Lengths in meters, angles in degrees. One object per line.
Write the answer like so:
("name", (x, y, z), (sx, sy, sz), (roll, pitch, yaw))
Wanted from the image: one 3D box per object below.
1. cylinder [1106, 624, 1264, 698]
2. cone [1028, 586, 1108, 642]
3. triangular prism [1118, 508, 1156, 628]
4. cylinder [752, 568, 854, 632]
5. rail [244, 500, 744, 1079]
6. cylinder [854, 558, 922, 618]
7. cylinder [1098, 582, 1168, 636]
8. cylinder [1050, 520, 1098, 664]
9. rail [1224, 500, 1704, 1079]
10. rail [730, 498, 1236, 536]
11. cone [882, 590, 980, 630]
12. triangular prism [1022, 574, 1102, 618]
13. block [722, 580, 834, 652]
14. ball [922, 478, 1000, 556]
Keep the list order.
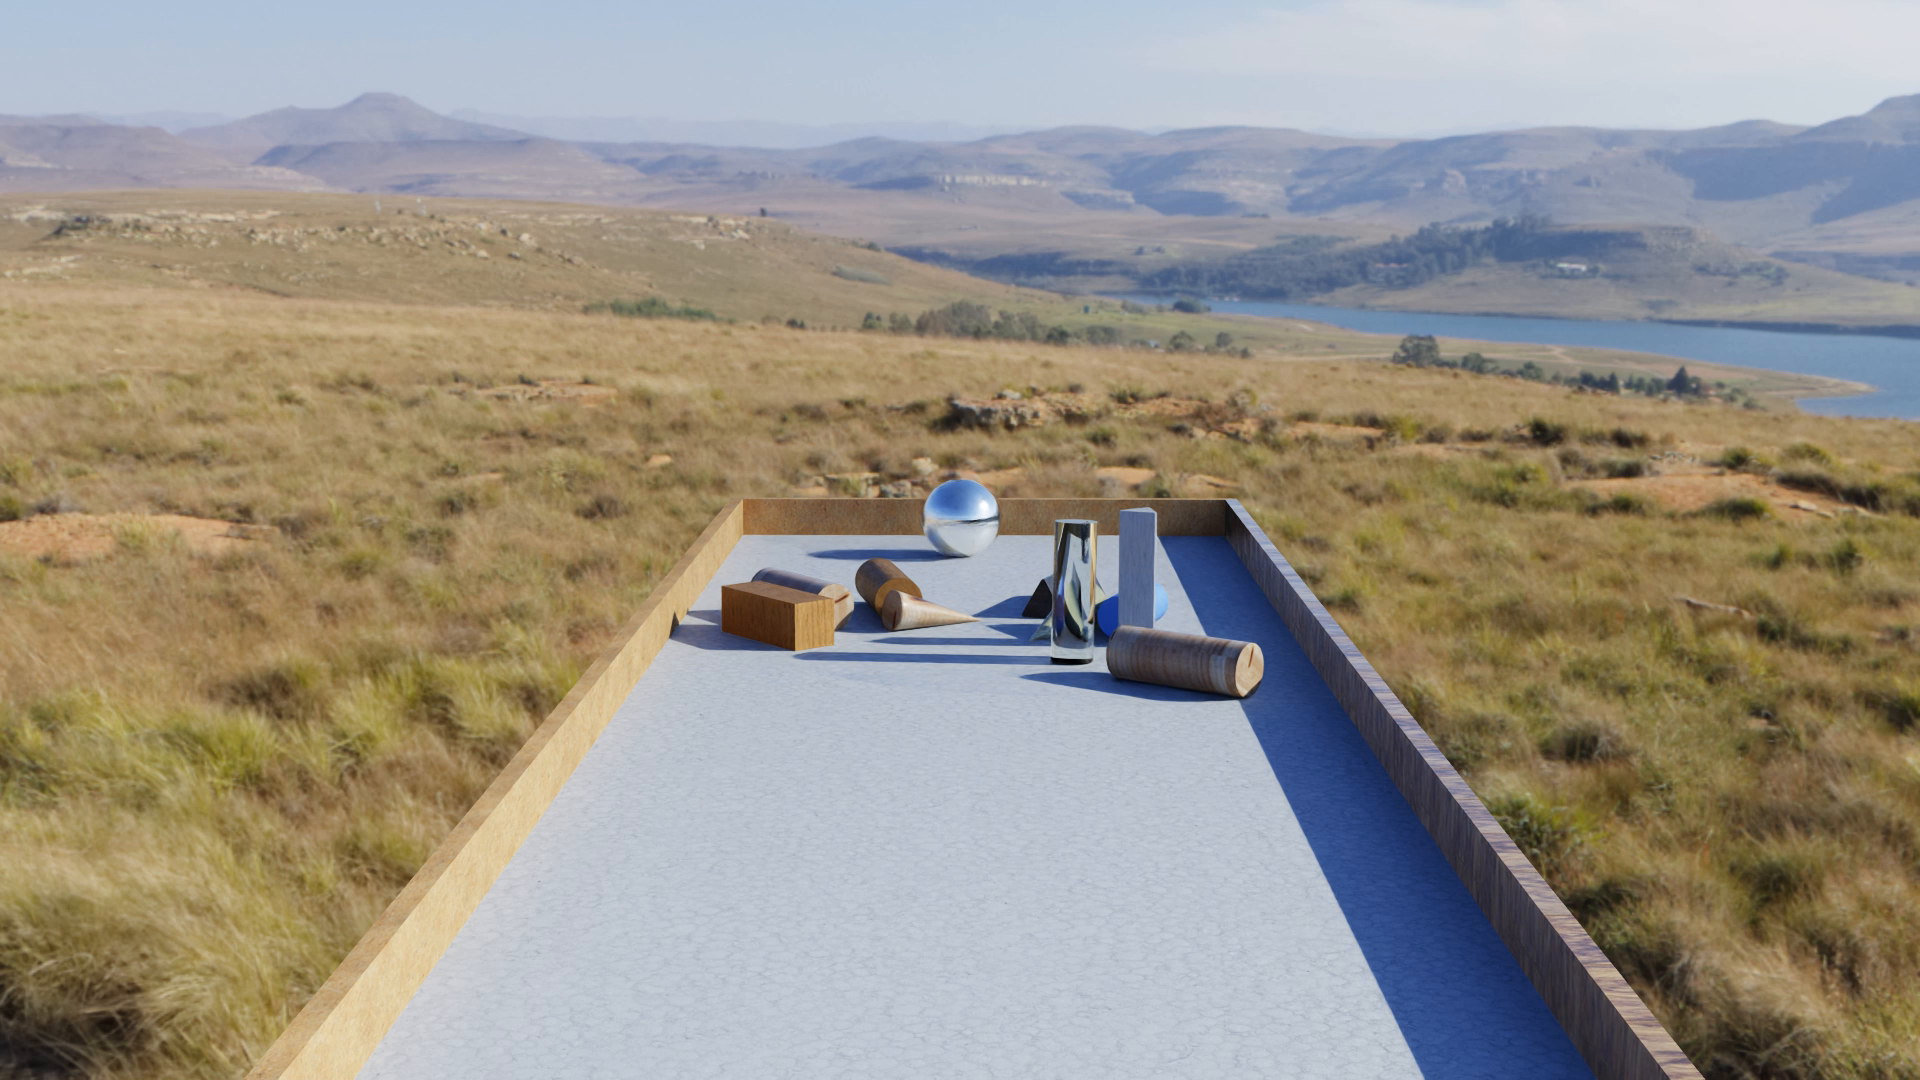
("cylinder", (0.644, 0.346, 6.323), (0.434, 0.157, 0.157), (7, 11, 37))
("cone", (0.317, 0.265, 7.075), (0.170, 0.170, 0.322), (8, 27, 40))
("triangular prism", (0.573, 0.115, 6.917), (0.120, 0.427, 0.104), (4, 10, 23))
("cylinder", (-0.529, 0.194, 7.288), (0.156, 0.156, 0.403), (-7, 11, -36))
("rail", (-1.004, 0.839, 3.234), (0.050, 0.150, 12.000), (0, 9, 1))
("cylinder", (-0.243, 0.171, 7.423), (0.160, 0.160, 0.409), (-2, 9, -12))
("cylinder", (0.564, 0.225, 7.143), (0.140, 0.140, 0.316), (4, 10, 22))
("cylinder", (0.346, 0.154, 6.663), (0.130, 0.423, 0.130), (1, 6, 0))
("rail", (1.046, 0.843, 3.208), (0.050, 0.150, 12.000), (0, 9, 1))
("rail", (0.099, -0.098, 9.147), (2.100, 0.150, 0.050), (0, 9, 1))
("cone", (-0.071, 0.248, 7.231), (0.348, 0.136, 0.136), (8, 4, -29))
("triangular prism", (0.360, 0.163, 7.543), (0.149, 0.129, 0.430), (4, 10, 22))
("block", (-0.584, 0.240, 7.021), (0.149, 0.149, 0.413), (-7, 12, -39))
("ball", (0.004, -0.087, 8.586), (0.305, 0.305, 0.305), (0, 9, 0))
